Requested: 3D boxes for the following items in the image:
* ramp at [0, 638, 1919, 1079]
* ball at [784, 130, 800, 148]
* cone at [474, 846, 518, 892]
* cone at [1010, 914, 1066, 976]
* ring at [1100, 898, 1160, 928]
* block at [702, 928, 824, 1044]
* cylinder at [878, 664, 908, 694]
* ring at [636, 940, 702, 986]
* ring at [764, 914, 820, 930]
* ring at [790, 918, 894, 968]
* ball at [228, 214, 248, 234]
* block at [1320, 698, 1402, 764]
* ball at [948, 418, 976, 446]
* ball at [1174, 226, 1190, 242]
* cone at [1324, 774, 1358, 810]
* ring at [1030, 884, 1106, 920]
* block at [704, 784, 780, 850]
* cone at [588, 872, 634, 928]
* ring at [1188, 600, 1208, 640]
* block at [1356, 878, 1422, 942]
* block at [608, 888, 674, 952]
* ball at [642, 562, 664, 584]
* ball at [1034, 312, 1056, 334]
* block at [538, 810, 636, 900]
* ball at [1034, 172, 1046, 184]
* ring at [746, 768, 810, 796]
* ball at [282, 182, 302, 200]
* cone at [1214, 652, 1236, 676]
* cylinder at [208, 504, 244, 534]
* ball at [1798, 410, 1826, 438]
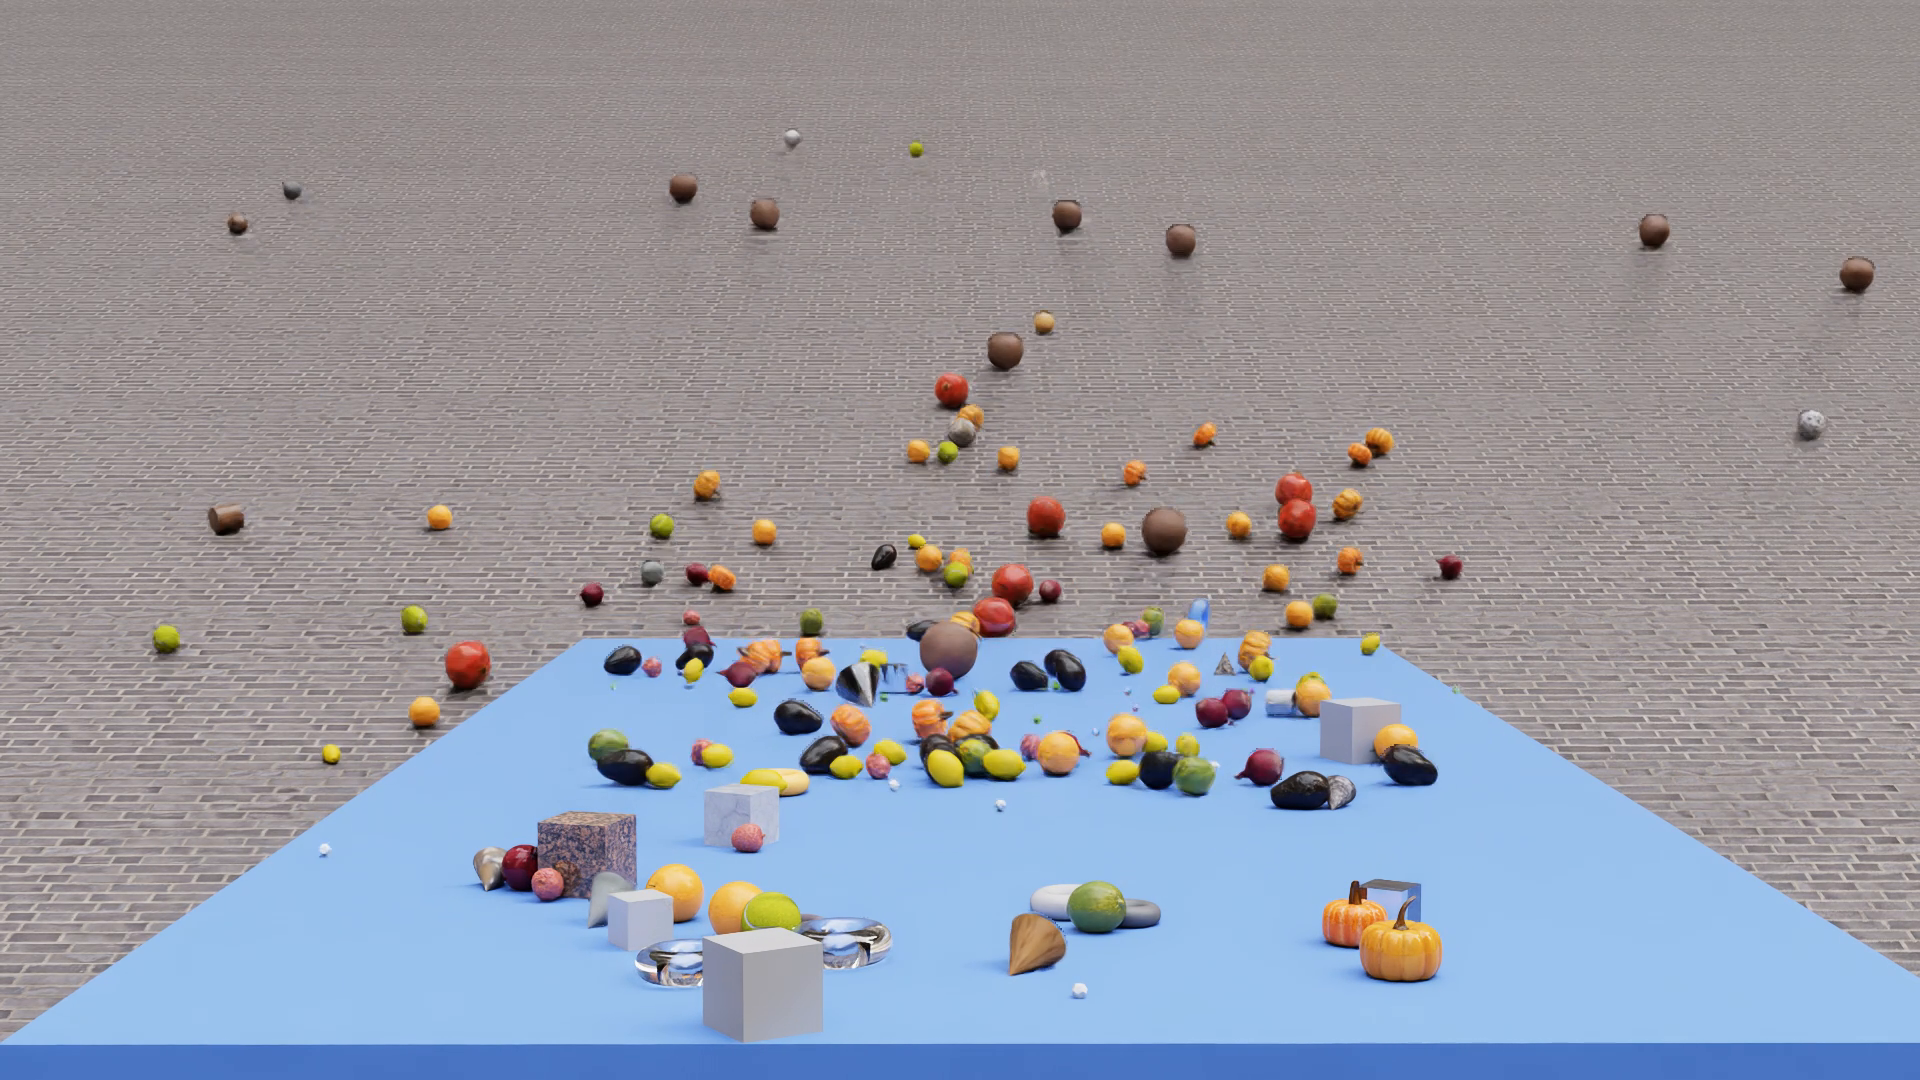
[{"bbox_3d":[0.047,0.424,4.534,2.000,0.100,4.000,0,4,0],"label":"ramp"},{"bbox_3d":[-0.844,-2.014,12.890,0.085,0.085,0.085,0,20,0],"label":"ball"},{"bbox_3d":[-0.606,0.436,3.314,0.058,0.058,0.058,1,30,2],"label":"cone"},{"bbox_3d":[0.071,0.462,2.845,0.069,0.069,0.069,11,35,28],"label":"cone"},{"bbox_3d":[0.205,0.450,3.097,0.075,0.025,0.075,1,3,0],"label":"ring"},{"bbox_3d":[-0.200,0.449,2.595,0.090,0.090,0.090,-2,4,-32],"label":"block"},{"bbox_3d":[-0.140,0.291,5.384,0.060,0.060,0.060,0,4,0],"label":"cylinder"},{"bbox_3d":[-0.300,0.462,2.809,0.111,0.037,0.111,0,2,0],"label":"ring"},{"bbox_3d":[-0.191,0.455,3.005,0.078,0.026,0.078,-1,3,0],"label":"ring"},{"bbox_3d":[-0.137,0.455,2.898,0.123,0.041,0.123,-2,3,0],"label":"ring"},{"bbox_3d":[-3.128,-1.369,11.120,0.086,0.086,0.086,0,20,0],"label":"ball"},{"bbox_3d":[0.692,0.329,4.436,0.100,0.100,0.100,-2,4,-25],"label":"block"},{"bbox_3d":[0.006,-0.350,8.316,0.092,0.092,0.092,0,20,0],"label":"ball"},{"bbox_3d":[0.952,-1.312,10.988,0.070,0.070,0.070,0,20,0],"label":"ball"},{"bbox_3d":[0.574,0.398,3.929,0.055,0.055,0.055,10,44,24],"label":"cone"},{"bbox_3d":[0.132,0.444,3.147,0.094,0.031,0.094,-1,4,0],"label":"ring"},{"bbox_3d":[-0.309,0.391,3.638,0.077,0.077,0.077,2,4,27],"label":"block"},{"bbox_3d":[-0.431,0.448,3.093,0.067,0.067,0.067,9,34,24],"label":"cone"},{"bbox_3d":[0.599,0.201,6.465,0.034,0.102,0.102,9,22,21],"label":"ring"},{"bbox_3d":[0.506,0.437,3.034,0.058,0.058,0.058,2,4,33],"label":"block"},{"bbox_3d":[-0.371,0.441,2.983,0.057,0.057,0.057,-2,4,-31],"label":"block"},{"bbox_3d":[-0.858,0.090,7.156,0.062,0.062,0.062,0,20,0],"label":"ball"},{"bbox_3d":[0.315,-0.810,9.594,0.081,0.081,0.081,0,20,0],"label":"ball"},{"bbox_3d":[-0.477,0.403,3.291,0.094,0.094,0.094,1,4,17],"label":"block"},{"bbox_3d":[0.375,-1.705,12.080,0.058,0.058,0.058,0,20,0],"label":"ball"},{"bbox_3d":[-0.289,0.385,4.079,0.101,0.034,0.101,-1,5,0],"label":"ring"},{"bbox_3d":[-3.060,-1.602,11.763,0.083,0.083,0.083,0,20,0],"label":"ball"},{"bbox_3d":[0.590,0.274,5.722,0.051,0.051,0.051,0,4,0],"label":"cone"},{"bbox_3d":[-2.159,-0.064,7.554,0.076,0.076,0.076,-15,25,-36],"label":"cylinder"},{"bbox_3d":[2.787,-0.380,8.405,0.088,0.088,0.088,0,20,0],"label":"ball"}]
